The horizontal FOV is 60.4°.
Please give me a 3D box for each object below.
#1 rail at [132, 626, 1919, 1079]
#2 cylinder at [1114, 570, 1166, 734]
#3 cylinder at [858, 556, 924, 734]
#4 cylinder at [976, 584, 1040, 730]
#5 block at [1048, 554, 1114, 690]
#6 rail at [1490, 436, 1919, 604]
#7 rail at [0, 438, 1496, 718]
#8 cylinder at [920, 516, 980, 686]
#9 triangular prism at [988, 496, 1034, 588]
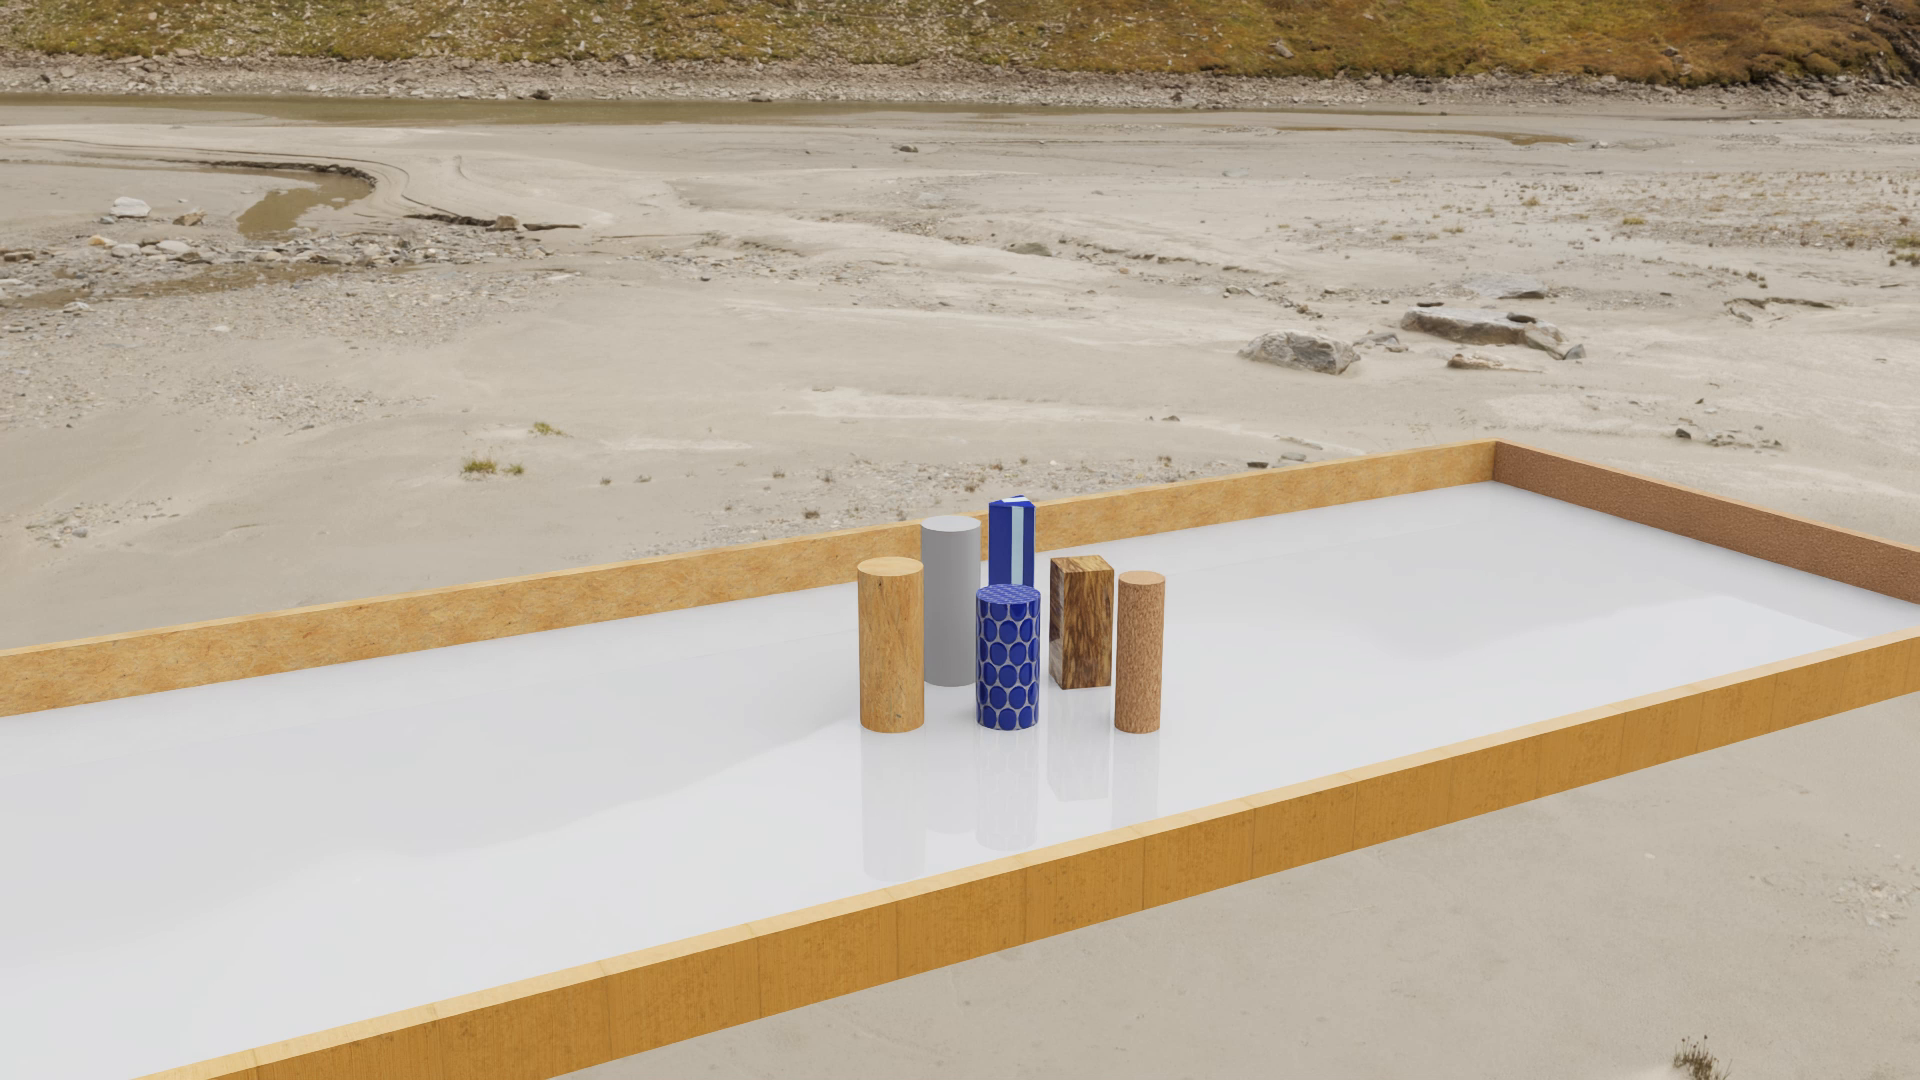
[{"bbox_3d":[-2.336,1.006,1.665,12.000,0.150,0.050,-9,18,-27],"label":"rail"},{"bbox_3d":[0.416,0.260,3.825,0.107,0.364,0.107,0,16,0],"label":"cylinder"},{"bbox_3d":[-0.160,0.244,3.847,0.152,0.383,0.152,0,16,0],"label":"cylinder"},{"bbox_3d":[0.112,0.274,3.872,0.151,0.310,0.151,0,16,0],"label":"cylinder"},{"bbox_3d":[0.302,0.204,4.120,0.127,0.304,0.127,-4,17,-12],"label":"block"},{"bbox_3d":[2.466,-0.048,5.253,0.050,0.150,2.100,-9,18,-27],"label":"rail"},{"bbox_3d":[-3.305,0.497,3.399,12.000,0.150,0.050,-9,18,-27],"label":"rail"},{"bbox_3d":[-0.022,0.152,4.123,0.149,0.403,0.149,0,16,0],"label":"cylinder"},{"bbox_3d":[0.149,0.081,4.392,0.124,0.388,0.107,5,17,15],"label":"triangular prism"}]
